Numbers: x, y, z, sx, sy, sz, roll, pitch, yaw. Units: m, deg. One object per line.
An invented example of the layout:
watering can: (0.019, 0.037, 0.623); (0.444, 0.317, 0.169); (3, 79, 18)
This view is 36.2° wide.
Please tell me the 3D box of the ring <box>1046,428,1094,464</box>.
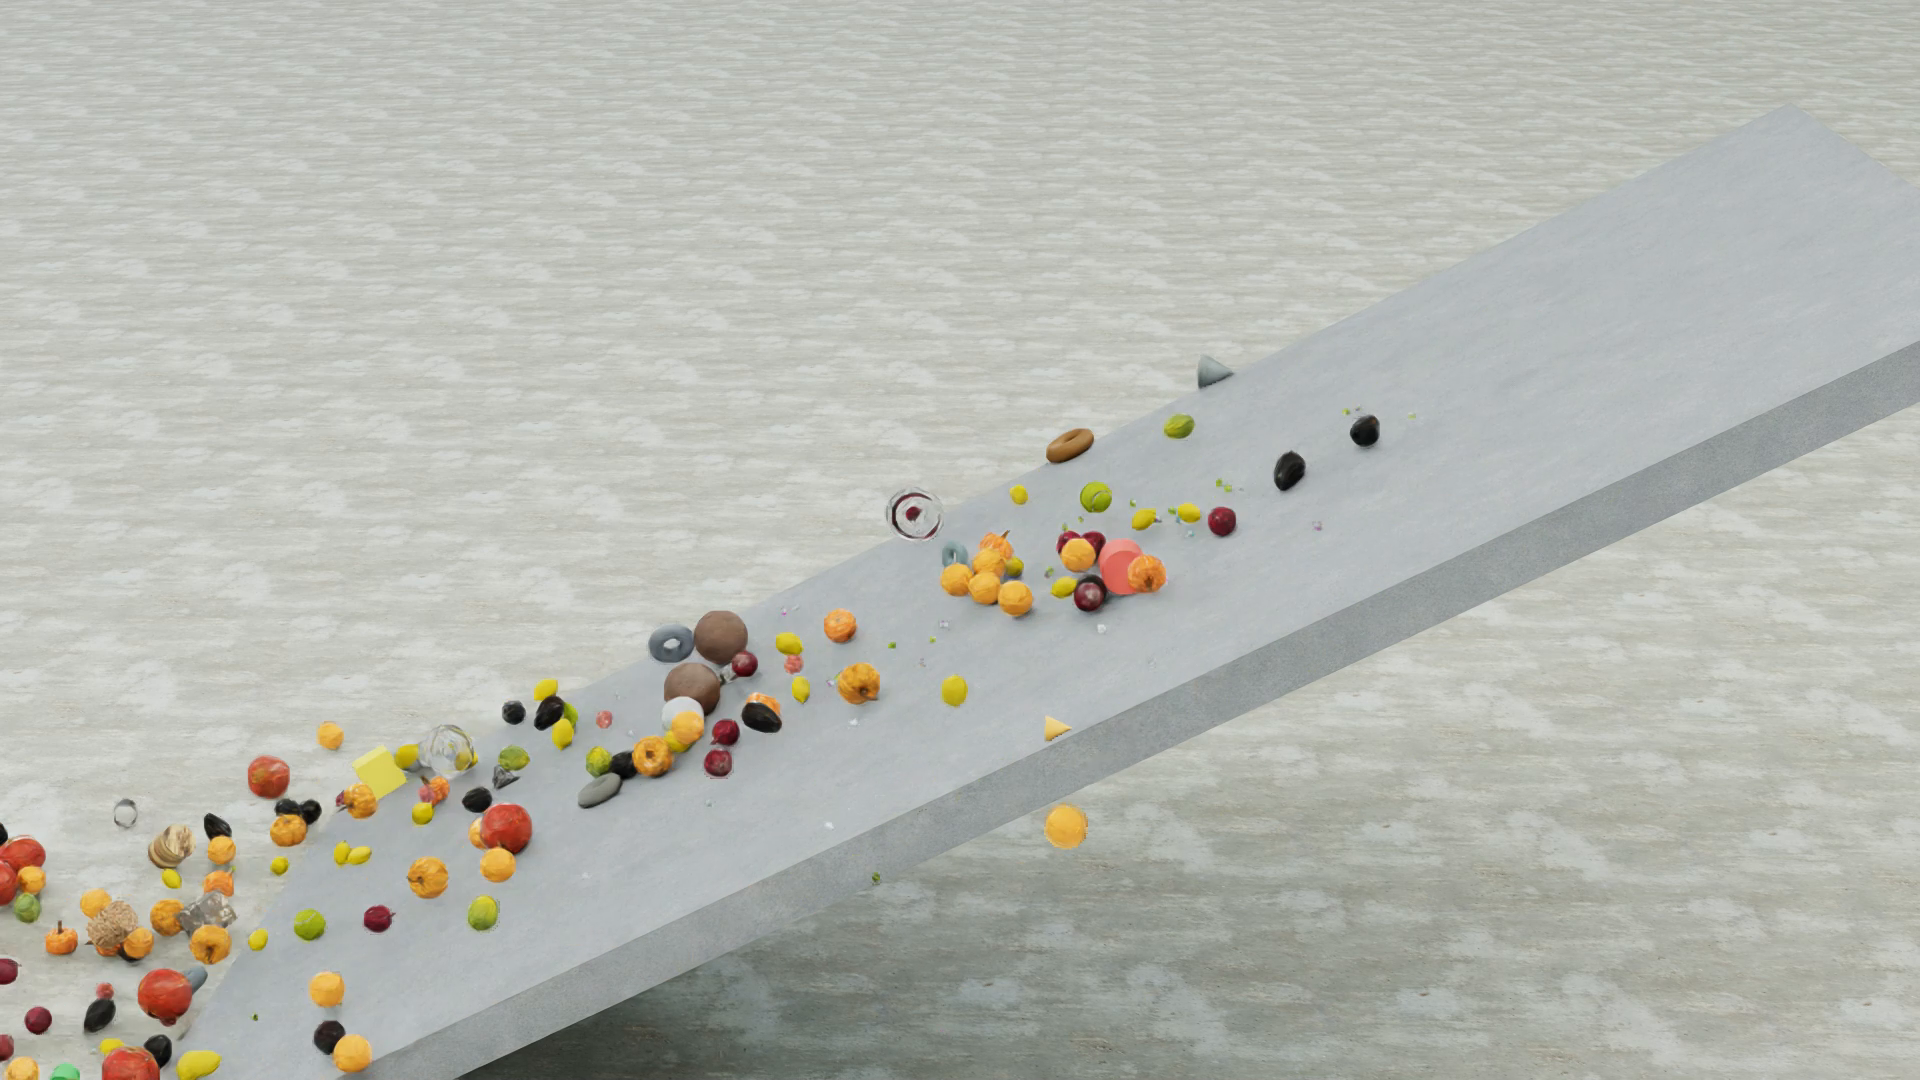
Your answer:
ring: (0.267, -0.230, 7.172); (0.128, 0.043, 0.128); (-27, 15, 8)

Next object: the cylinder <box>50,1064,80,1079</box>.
cylinder: (-1.902, 1.149, 6.242); (0.057, 0.057, 0.057); (-1, 19, -2)

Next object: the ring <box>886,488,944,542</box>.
ring: (-0.107, -0.060, 7.053); (0.143, 0.143, 0.048); (3, 24, 8)

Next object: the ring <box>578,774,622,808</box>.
ring: (-0.787, 0.547, 6.427); (0.107, 0.036, 0.107); (-28, 13, 7)

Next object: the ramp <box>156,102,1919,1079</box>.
ramp: (0.140, 0.167, 6.281); (4.000, 0.100, 2.000); (-26, 14, 10)

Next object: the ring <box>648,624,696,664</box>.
ring: (-0.692, 0.248, 7.063); (0.114, 0.114, 0.038); (-4, 38, -12)

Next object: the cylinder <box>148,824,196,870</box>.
cylinder: (-1.980, 0.771, 7.390); (0.088, 0.088, 0.088); (-37, -10, 39)

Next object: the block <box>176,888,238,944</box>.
block: (-1.791, 0.895, 6.995); (0.084, 0.084, 0.084); (-24, 11, 32)

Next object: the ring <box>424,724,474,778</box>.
ring: (-1.243, 0.513, 7.154); (0.134, 0.134, 0.045); (8, 11, 25)

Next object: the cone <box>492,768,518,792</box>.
cone: (-1.063, 0.561, 6.933); (0.059, 0.059, 0.059); (-16, 8, 27)

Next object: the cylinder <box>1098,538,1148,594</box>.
cylinder: (0.328, 0.053, 5.918); (0.093, 0.093, 0.093); (-1, 16, -2)

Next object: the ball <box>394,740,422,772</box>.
ball: (-1.404, 0.552, 7.510); (0.080, 0.080, 0.080); (0, 17, 0)

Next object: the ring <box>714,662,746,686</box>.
ring: (-0.534, 0.309, 6.812); (0.083, 0.028, 0.083); (-28, 13, 7)

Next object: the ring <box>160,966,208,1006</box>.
ring: (-1.758, 1.009, 6.659); (0.118, 0.039, 0.118); (-30, 14, 8)

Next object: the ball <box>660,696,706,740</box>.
ball: (-0.613, 0.395, 6.507); (0.098, 0.098, 0.098); (0, 17, 0)

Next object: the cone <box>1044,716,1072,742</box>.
cone: (0.180, 0.340, 5.319); (0.050, 0.050, 0.050); (-2, 17, 6)

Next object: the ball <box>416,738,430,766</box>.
ball: (-1.345, 0.538, 7.462); (0.073, 0.073, 0.073); (0, 17, 0)

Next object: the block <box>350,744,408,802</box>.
block: (-1.479, 0.591, 7.482); (0.097, 0.097, 0.097); (-32, 14, -14)

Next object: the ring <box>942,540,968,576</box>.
ring: (-0.012, 0.040, 6.654); (0.027, 0.080, 0.080); (-4, 15, -41)

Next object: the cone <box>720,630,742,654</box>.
cone: (-0.564, 0.237, 7.066); (0.057, 0.057, 0.057); (-27, 14, 7)

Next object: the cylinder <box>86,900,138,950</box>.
cylinder: (-1.942, 0.883, 6.741); (0.082, 0.082, 0.082); (-37, 7, 18)

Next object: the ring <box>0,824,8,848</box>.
ring: (-2.480, 0.734, 7.462); (0.139, 0.139, 0.046); (8, 52, 24)
